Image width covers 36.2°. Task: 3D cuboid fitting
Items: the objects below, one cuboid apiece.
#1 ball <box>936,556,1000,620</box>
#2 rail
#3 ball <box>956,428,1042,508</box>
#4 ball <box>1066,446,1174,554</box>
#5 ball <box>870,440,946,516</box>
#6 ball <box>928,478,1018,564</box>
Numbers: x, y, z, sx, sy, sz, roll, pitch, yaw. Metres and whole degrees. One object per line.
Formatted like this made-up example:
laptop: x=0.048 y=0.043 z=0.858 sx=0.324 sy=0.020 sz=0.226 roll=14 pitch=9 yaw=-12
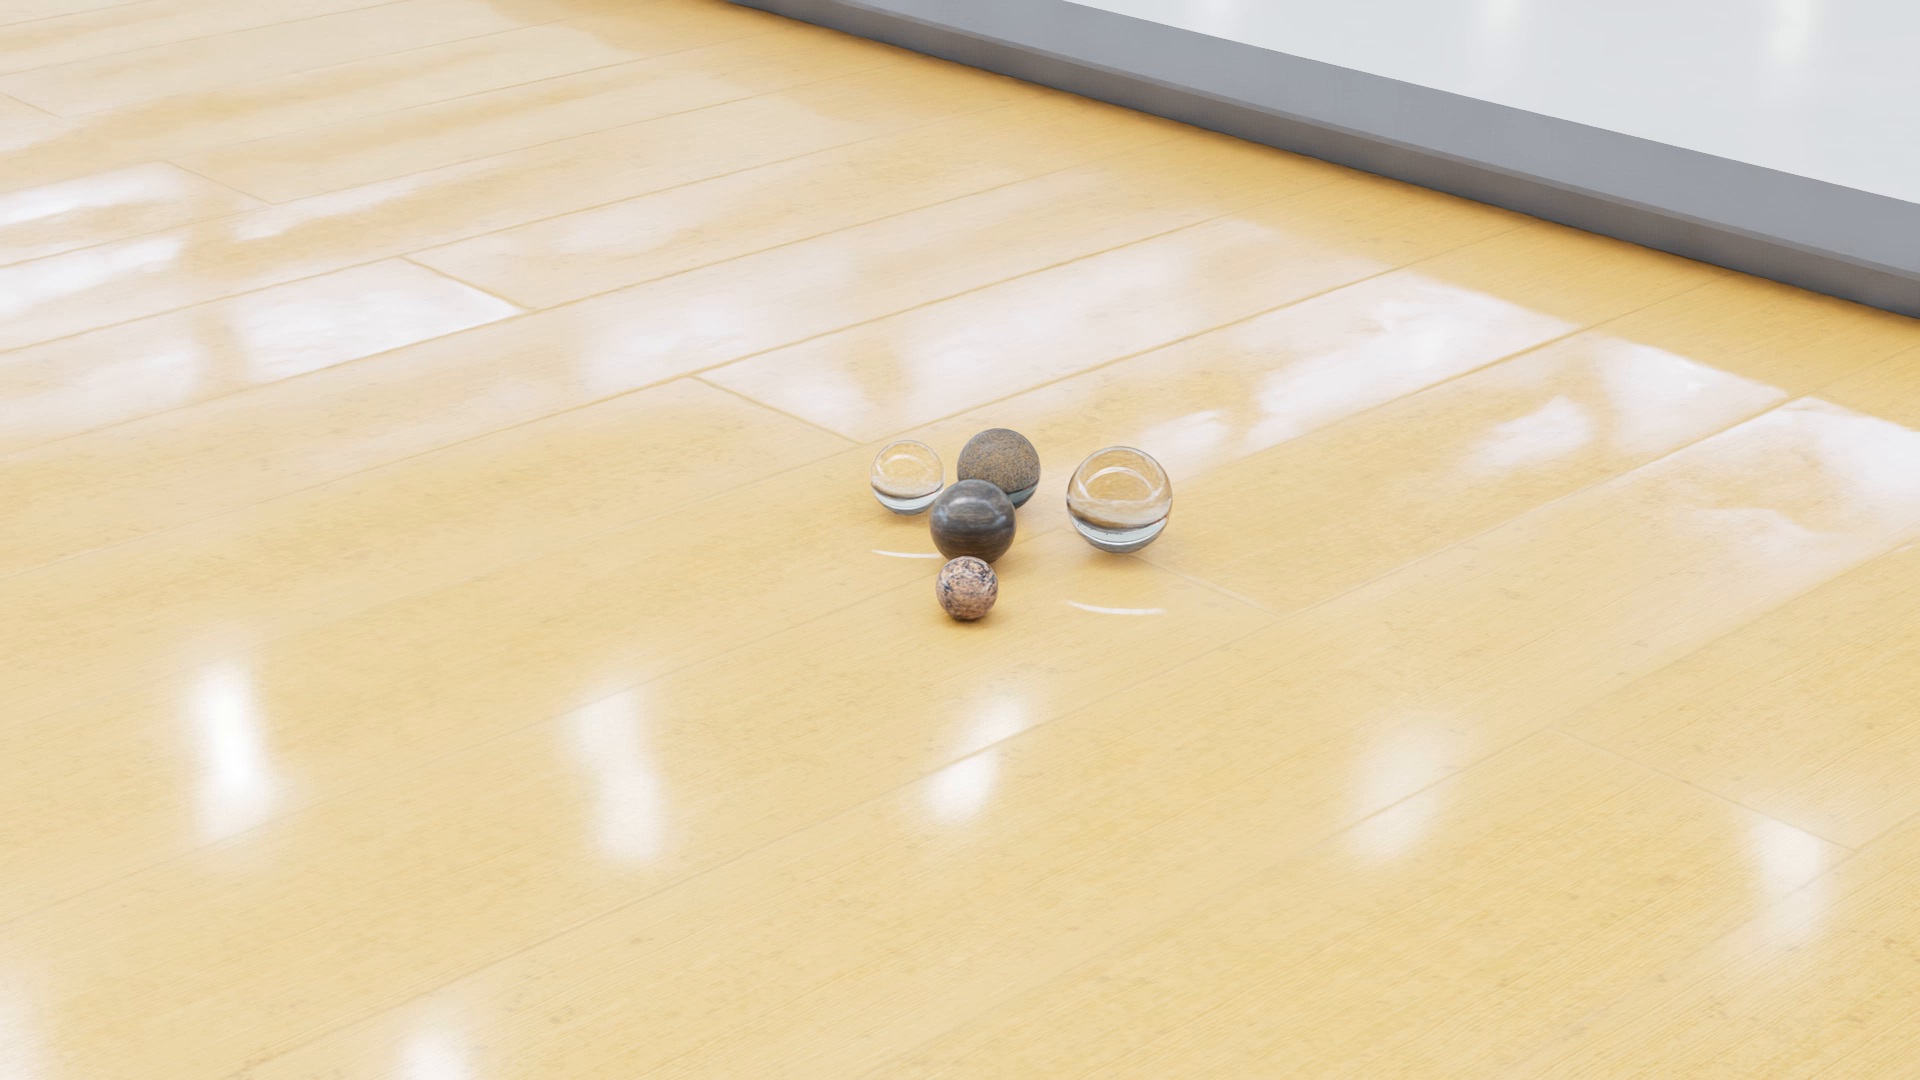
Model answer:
ball: x=0.006 y=0.037 z=2.277 sx=0.050 sy=0.050 sz=0.050 roll=0 pitch=23 yaw=0
rail: x=0.128 y=-0.615 z=3.700 sx=0.045 sy=0.114 sz=4.029 roll=-20 pitch=31 yaw=-39
ball: x=0.033 y=-0.058 z=2.470 sx=0.072 sy=0.072 sz=0.072 roll=0 pitch=23 yaw=0
ball: x=0.130 y=-0.033 z=2.390 sx=0.088 sy=0.088 sz=0.088 roll=0 pitch=23 yaw=0
ball: x=-0.044 y=-0.052 z=2.465 sx=0.064 sy=0.064 sz=0.064 roll=0 pitch=23 yaw=0
ball: x=0.011 y=-0.014 z=2.367 sx=0.071 sy=0.071 sz=0.071 roll=0 pitch=23 yaw=0
